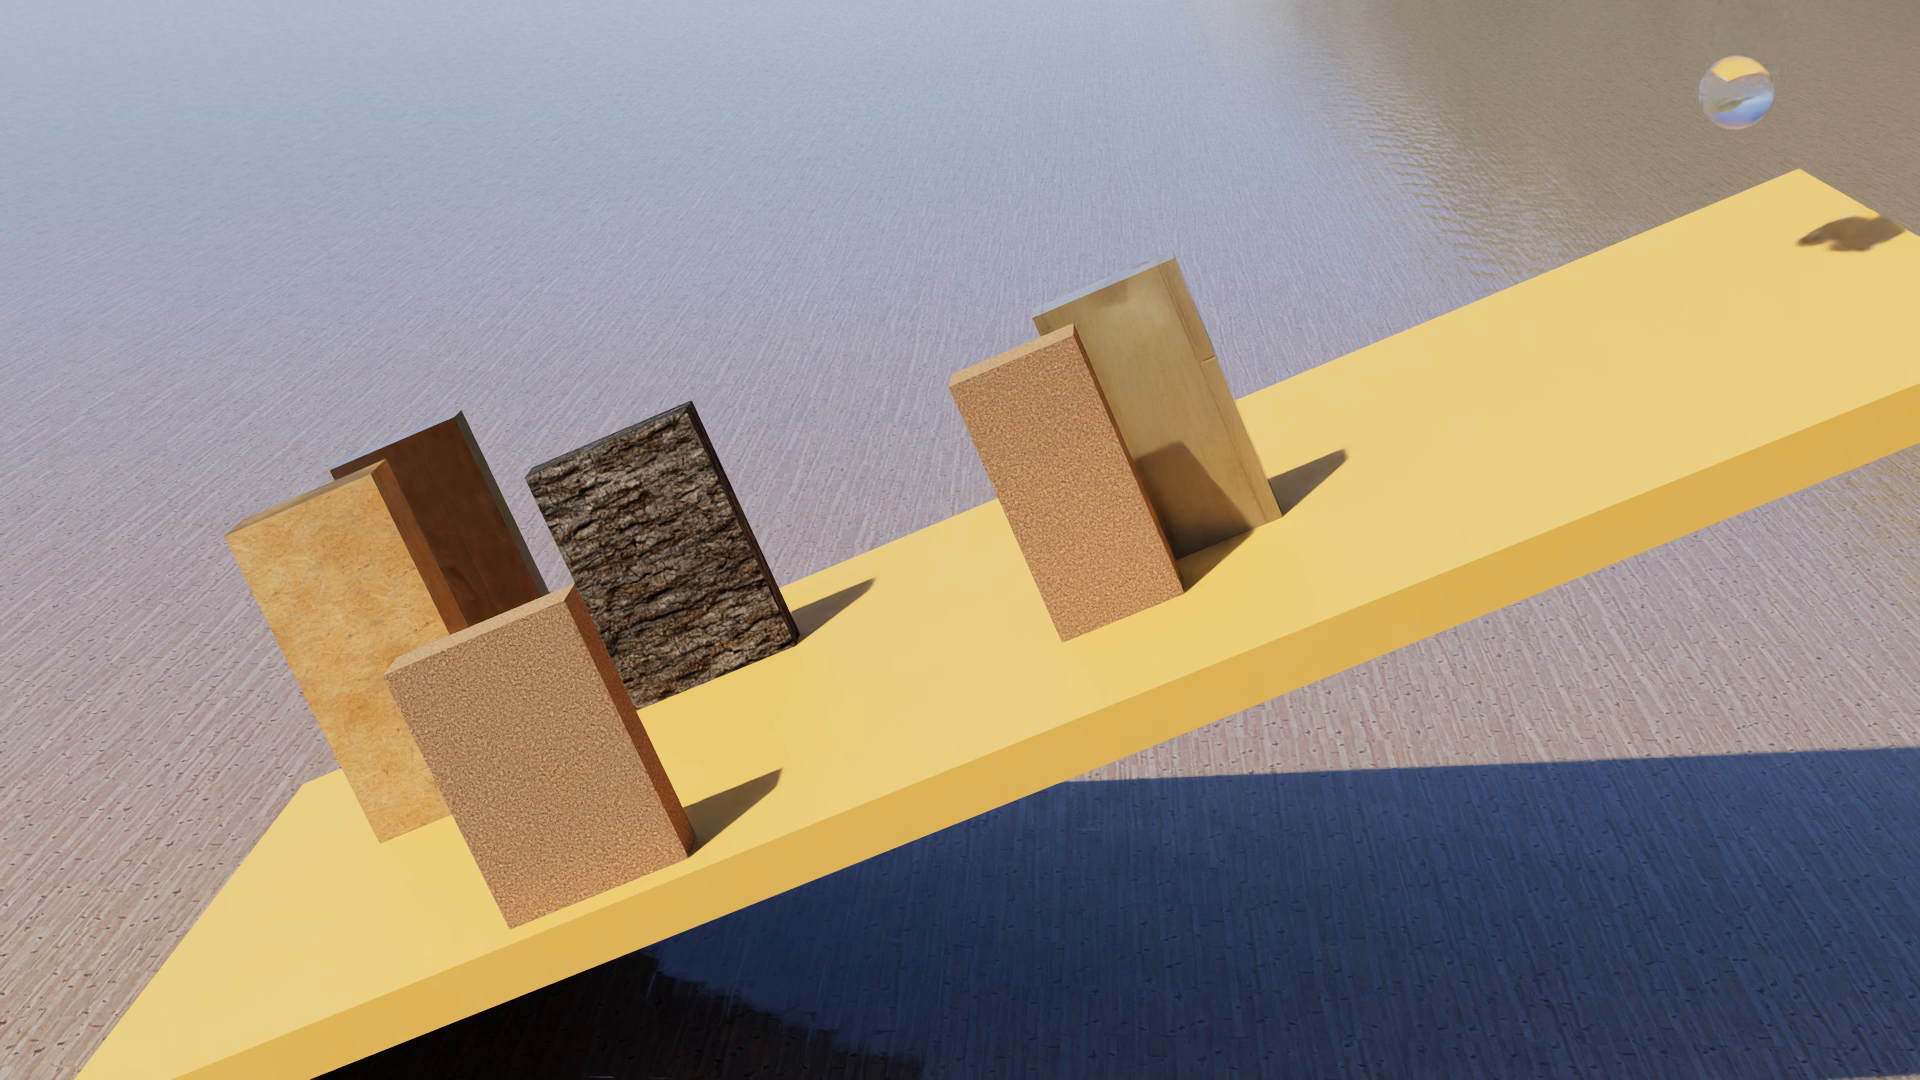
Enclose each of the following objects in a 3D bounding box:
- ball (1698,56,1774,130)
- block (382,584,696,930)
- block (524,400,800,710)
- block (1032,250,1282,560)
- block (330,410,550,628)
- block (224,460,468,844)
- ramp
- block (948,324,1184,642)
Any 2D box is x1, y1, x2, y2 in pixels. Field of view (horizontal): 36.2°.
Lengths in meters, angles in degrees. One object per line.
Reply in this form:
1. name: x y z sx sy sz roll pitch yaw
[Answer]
1. ball: 1.599 -0.922 6.058 0.151 0.151 0.151 0 15 0
2. block: -0.783 0.407 5.508 0.373 0.543 0.116 -22 13 8
3. block: -0.675 0.038 6.705 0.402 0.598 0.101 -22 13 8
4. block: 0.403 -0.259 5.991 0.307 0.577 0.107 -22 13 8
5. block: -1.206 0.090 7.134 0.334 0.741 0.084 -22 13 8
6. block: -1.285 0.250 6.548 0.360 0.772 0.146 -22 13 8
7. ramp: 0.130 0.171 6.286 4.000 0.100 2.000 -22 13 8
8. block: 0.212 -0.111 5.773 0.260 0.559 0.125 -22 13 8
